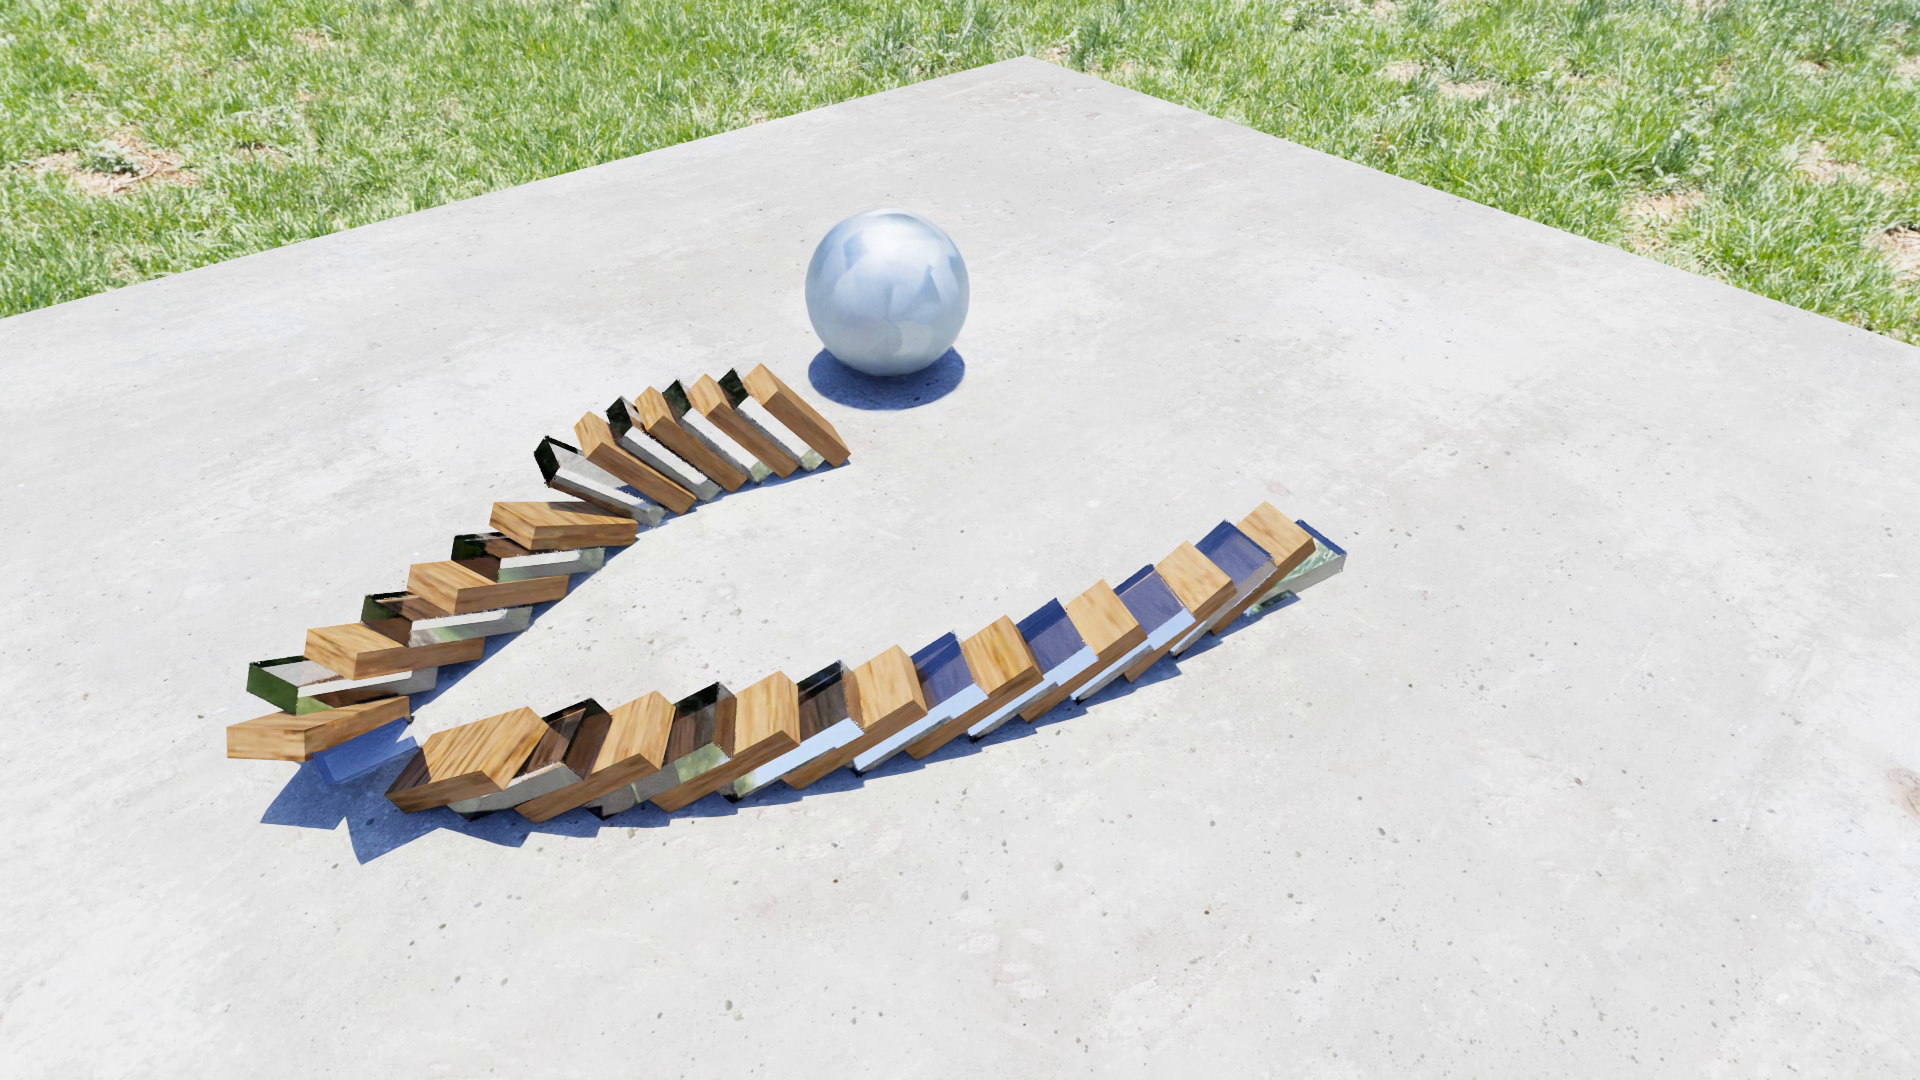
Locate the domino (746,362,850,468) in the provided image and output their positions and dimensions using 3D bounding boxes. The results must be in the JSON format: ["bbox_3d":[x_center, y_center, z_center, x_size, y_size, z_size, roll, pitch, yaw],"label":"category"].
[{"bbox_3d":[-0.070,-0.054,0.481,0.009,0.050,0.025,-42,45,7],"label":"domino"}]

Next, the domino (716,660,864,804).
[{"bbox_3d":[-0.055,0.061,0.350,0.050,0.010,0.025,-29,39,11],"label":"domino"}]

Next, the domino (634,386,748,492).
[{"bbox_3d":[-0.114,-0.042,0.466,0.010,0.050,0.025,-42,45,7],"label":"domino"}]

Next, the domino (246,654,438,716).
[{"bbox_3d":[-0.205,0.046,0.367,0.025,0.009,0.050,16,10,24],"label":"domino"}]

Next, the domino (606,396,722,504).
[{"bbox_3d":[-0.124,-0.037,0.461,0.010,0.050,0.025,-43,44,7],"label":"domino"}]

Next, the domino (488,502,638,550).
[{"bbox_3d":[-0.155,-0.006,0.432,0.025,0.009,0.050,25,14,27],"label":"domino"}]

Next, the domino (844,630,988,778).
[{"bbox_3d":[-0.018,0.053,0.360,0.050,0.010,0.025,-33,41,7],"label":"domino"}]

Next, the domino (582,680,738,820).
[{"bbox_3d":[-0.094,0.066,0.344,0.050,0.009,0.025,-27,37,15],"label":"domino"}]

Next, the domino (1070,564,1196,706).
[{"bbox_3d":[0.054,0.033,0.385,0.050,0.010,0.025,-36,44,3],"label":"domino"}]

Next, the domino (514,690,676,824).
[{"bbox_3d":[-0.113,0.068,0.342,0.050,0.009,0.025,-25,36,18],"label":"domino"}]

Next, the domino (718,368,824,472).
[{"bbox_3d":[-0.082,-0.052,0.478,0.010,0.050,0.025,-42,45,7],"label":"domino"}]

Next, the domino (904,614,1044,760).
[{"bbox_3d":[0.001,0.049,0.365,0.050,0.010,0.025,-33,42,6],"label":"domino"}]

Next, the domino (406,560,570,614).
[{"bbox_3d":[-0.173,0.015,0.405,0.025,0.009,0.050,21,13,24],"label":"domino"}]

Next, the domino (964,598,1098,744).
[{"bbox_3d":[0.019,0.044,0.372,0.050,0.010,0.025,-35,43,5],"label":"domino"}]

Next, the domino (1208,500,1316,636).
[{"bbox_3d":[0.105,0.010,0.413,0.050,0.009,0.025,-40,48,-2],"label":"domino"}]

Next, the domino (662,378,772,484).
[{"bbox_3d":[-0.103,-0.046,0.471,0.010,0.050,0.025,-42,45,7],"label":"domino"}]

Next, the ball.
[{"bbox_3d":[-0.035,-0.119,0.534,0.080,0.080,0.080,0,39,0],"label":"ball"}]

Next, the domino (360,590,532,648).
[{"bbox_3d":[-0.182,0.026,0.392,0.025,0.010,0.050,21,12,24],"label":"domino"}]

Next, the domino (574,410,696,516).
[{"bbox_3d":[-0.134,-0.031,0.454,0.010,0.050,0.025,-45,45,8],"label":"domino"}]

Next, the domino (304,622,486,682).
[{"bbox_3d":[-0.193,0.036,0.379,0.025,0.010,0.050,18,10,24],"label":"domino"}]

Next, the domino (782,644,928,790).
[{"bbox_3d":[-0.036,0.057,0.355,0.050,0.010,0.025,-32,41,8],"label":"domino"}]

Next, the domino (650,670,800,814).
[{"bbox_3d":[-0.074,0.064,0.347,0.050,0.009,0.025,-29,38,13],"label":"domino"}]

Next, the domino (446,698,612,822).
[{"bbox_3d":[-0.133,0.068,0.341,0.050,0.010,0.025,-22,33,23],"label":"domino"}]

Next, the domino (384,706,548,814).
[{"bbox_3d":[-0.153,0.068,0.340,0.050,0.010,0.025,-17,31,30],"label":"domino"}]

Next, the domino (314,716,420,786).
[{"bbox_3d":[-0.181,0.065,0.338,0.025,0.050,0.010,-25,90,-27],"label":"domino"}]

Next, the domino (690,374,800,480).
[{"bbox_3d":[-0.092,-0.049,0.474,0.009,0.050,0.025,-42,45,7],"label":"domino"}]

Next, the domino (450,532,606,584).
[{"bbox_3d":[-0.163,0.005,0.418,0.025,0.009,0.050,21,13,24],"label":"domino"}]

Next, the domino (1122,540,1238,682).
[{"bbox_3d":[0.071,0.025,0.395,0.050,0.010,0.025,-40,48,-2],"label":"domino"}]

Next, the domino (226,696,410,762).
[{"bbox_3d":[-0.202,0.059,0.349,0.025,0.009,0.050,1,3,7],"label":"domino"}]

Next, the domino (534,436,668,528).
[{"bbox_3d":[-0.146,-0.023,0.447,0.050,0.010,0.025,26,16,-45],"label":"domino"}]

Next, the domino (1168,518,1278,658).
[{"bbox_3d":[0.089,0.018,0.404,0.050,0.009,0.025,-41,48,-3],"label":"domino"}]

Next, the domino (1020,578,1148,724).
[{"bbox_3d":[0.037,0.038,0.378,0.050,0.009,0.025,-36,44,3],"label":"domino"}]

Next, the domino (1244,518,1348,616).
[{"bbox_3d":[0.124,0.010,0.431,0.050,0.010,0.025,-21,44,-24],"label":"domino"}]
